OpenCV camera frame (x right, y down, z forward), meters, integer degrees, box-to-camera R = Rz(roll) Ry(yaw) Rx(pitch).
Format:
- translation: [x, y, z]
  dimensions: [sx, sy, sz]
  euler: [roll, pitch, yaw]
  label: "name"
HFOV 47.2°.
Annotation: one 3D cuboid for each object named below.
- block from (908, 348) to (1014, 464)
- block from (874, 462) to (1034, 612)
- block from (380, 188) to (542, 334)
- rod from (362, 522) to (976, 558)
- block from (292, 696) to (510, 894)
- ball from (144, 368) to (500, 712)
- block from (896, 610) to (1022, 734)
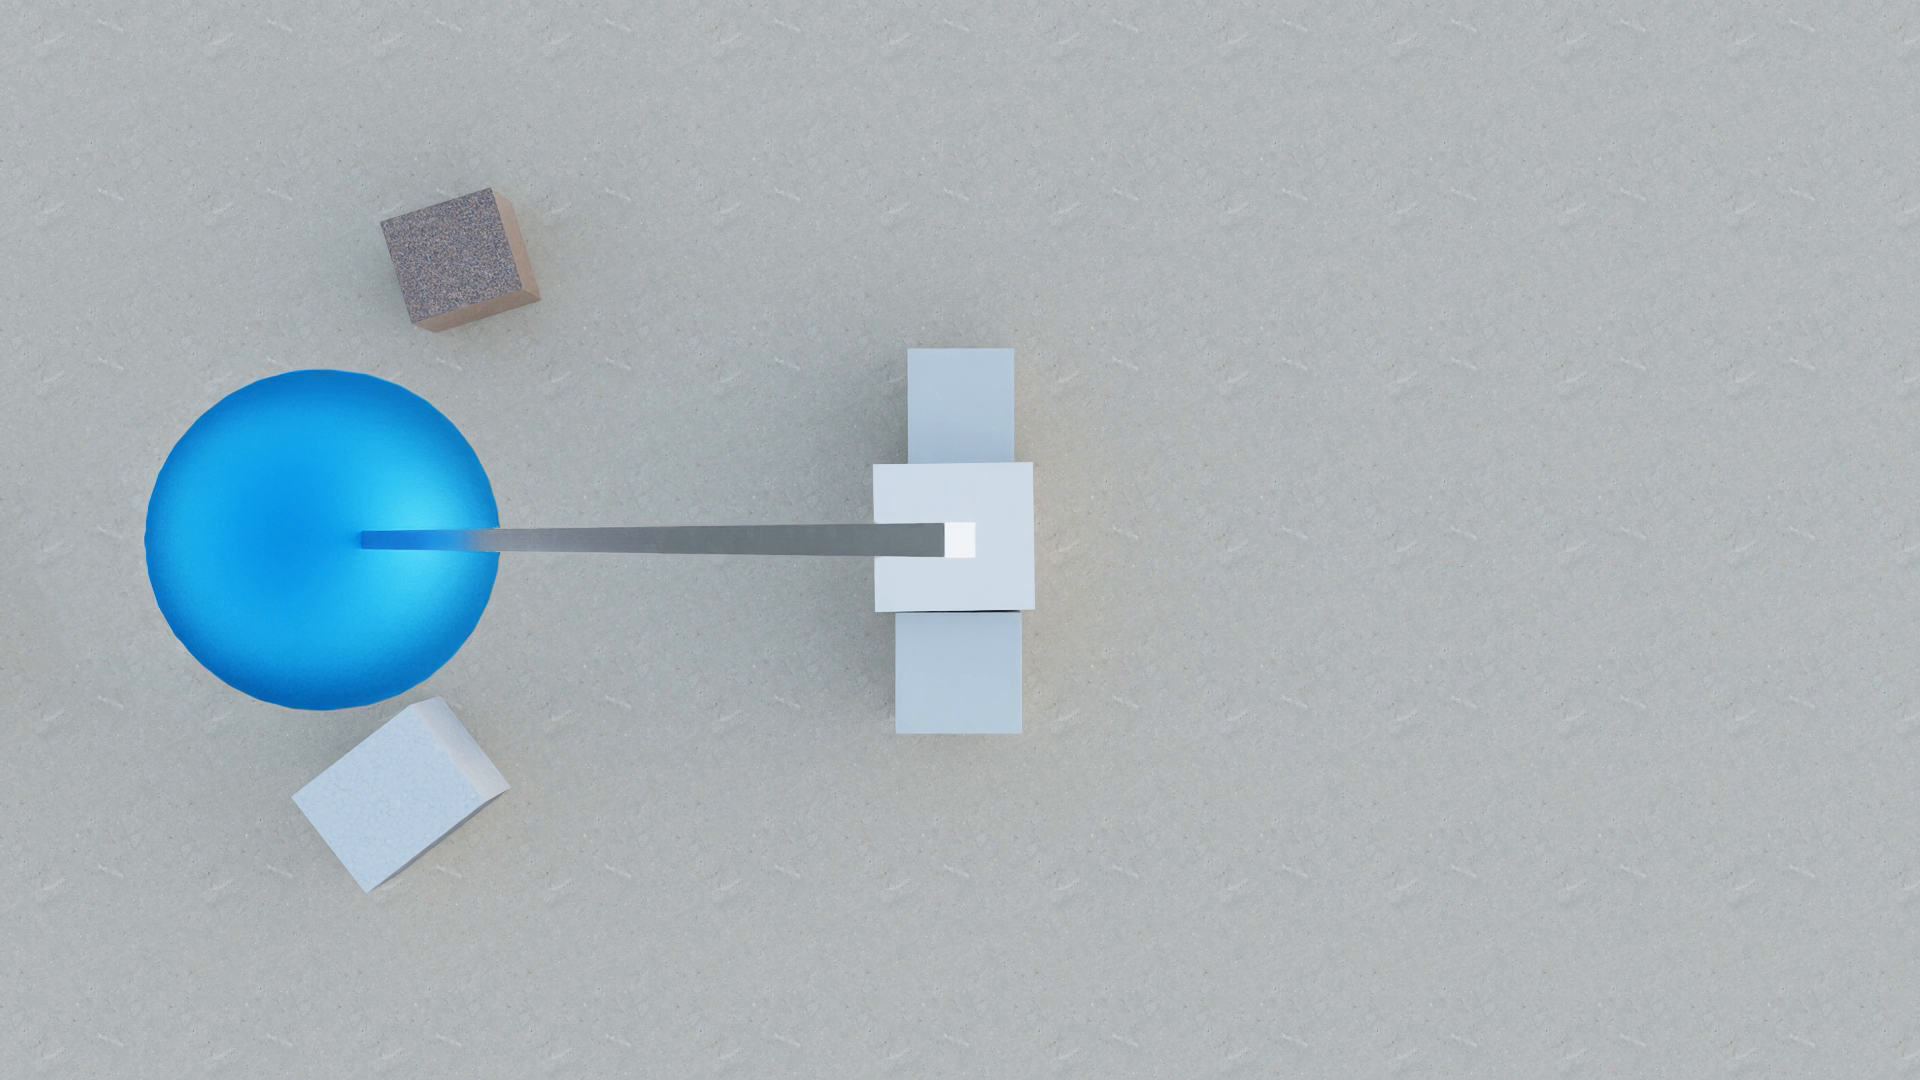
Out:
- translation: [0.005, -0.756, 12.725]
  dimensions: [0.601, 0.550, 0.655]
  euler: [0, 90, 0]
  label: "block"
- translation: [-0.033, -0.017, 12.578]
  dimensions: [0.883, 0.844, 0.814]
  euler: [-1, 90, 0]
  label: "block"
- translation: [-2.875, -1.609, 12.716]
  dimensions: [0.660, 0.568, 0.603]
  euler: [-17, 90, 0]
  label: "block"
- translation: [-1.284, 0.000, 7.334]
  dimensions: [0.080, 5.200, 0.080]
  euler: [0, 90, -30]
  label: "rod"
- translation: [-3.195, 1.449, 12.643]
  dimensions: [0.840, 0.714, 0.685]
  euler: [-38, 90, 0]
  label: "block"
- translation: [-2.963, 0.000, 10.290]
  dimensions: [1.600, 1.600, 1.600]
  euler: [0, 90, 0]
  label: "ball"
- translation: [-0.008, 0.745, 12.653]
  dimensions: [0.705, 0.693, 0.676]
  euler: [0, 90, 0]
  label: "block"
